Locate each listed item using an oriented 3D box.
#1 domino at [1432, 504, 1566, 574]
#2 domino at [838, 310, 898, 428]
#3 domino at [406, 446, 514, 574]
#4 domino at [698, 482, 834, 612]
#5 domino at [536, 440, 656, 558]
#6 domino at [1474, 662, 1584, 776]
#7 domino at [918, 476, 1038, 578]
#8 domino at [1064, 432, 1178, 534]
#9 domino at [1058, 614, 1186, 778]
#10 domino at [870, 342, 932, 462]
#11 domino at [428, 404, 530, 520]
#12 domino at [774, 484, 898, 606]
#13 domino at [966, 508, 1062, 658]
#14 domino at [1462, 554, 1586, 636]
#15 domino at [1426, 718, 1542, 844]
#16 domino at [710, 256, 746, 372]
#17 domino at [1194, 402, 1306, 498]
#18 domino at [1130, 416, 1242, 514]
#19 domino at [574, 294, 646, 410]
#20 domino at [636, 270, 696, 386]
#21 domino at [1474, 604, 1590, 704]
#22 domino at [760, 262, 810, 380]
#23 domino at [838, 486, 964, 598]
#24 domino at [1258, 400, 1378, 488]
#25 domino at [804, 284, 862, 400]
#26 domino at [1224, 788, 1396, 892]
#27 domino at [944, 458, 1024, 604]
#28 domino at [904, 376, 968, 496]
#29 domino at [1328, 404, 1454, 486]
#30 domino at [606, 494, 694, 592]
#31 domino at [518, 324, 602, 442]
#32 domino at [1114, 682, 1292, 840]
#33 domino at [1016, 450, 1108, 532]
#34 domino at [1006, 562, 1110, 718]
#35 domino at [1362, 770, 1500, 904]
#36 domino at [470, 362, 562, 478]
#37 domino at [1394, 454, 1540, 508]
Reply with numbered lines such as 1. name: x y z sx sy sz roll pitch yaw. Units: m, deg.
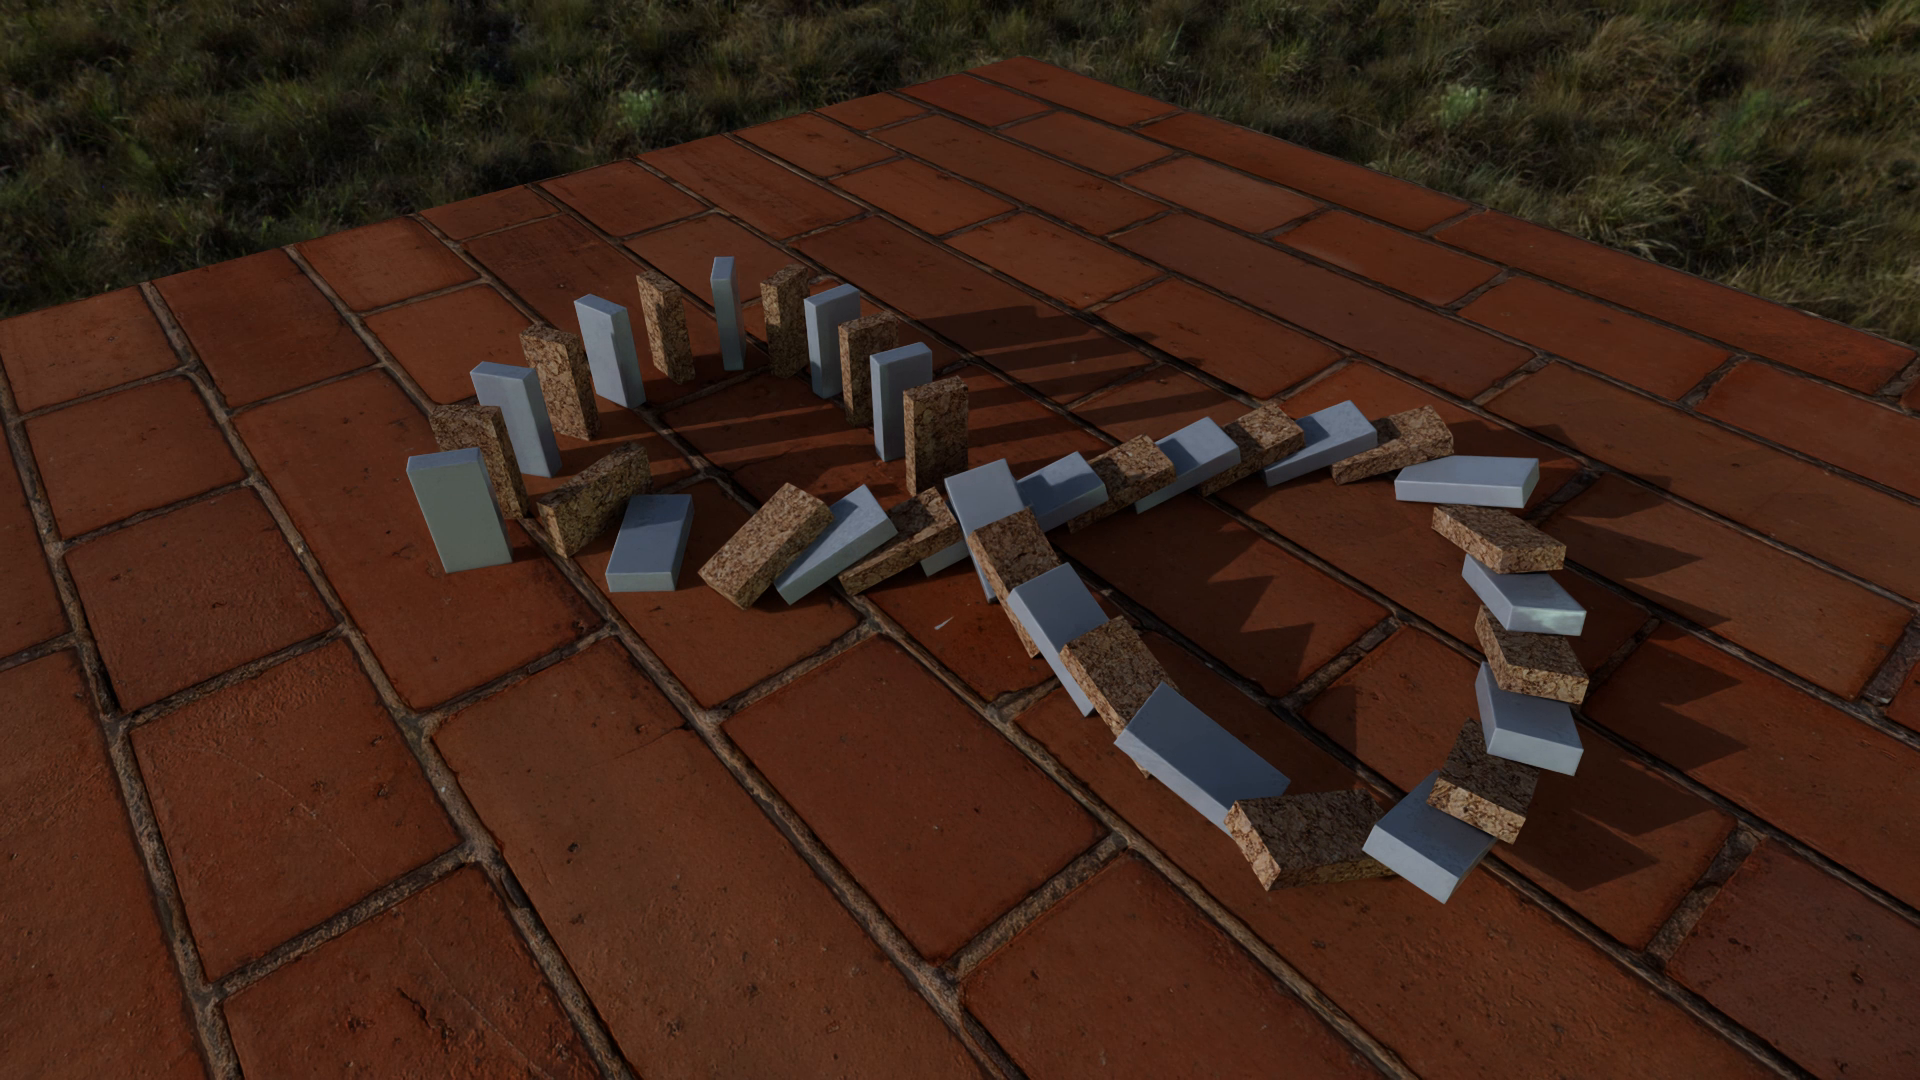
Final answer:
1. domino: 0.211 -0.001 0.433 0.025 0.010 0.050 -4 21 -5
2. domino: -0.041 -0.078 0.507 0.025 0.050 0.010 -21 44 -24
3. domino: -0.192 -0.011 0.425 0.025 0.050 0.010 -10 40 -12
4. domino: -0.075 0.002 0.425 0.025 0.009 0.050 27 67 41
5. domino: -0.148 -0.017 0.452 0.009 0.025 0.050 22 44 24
6. domino: 0.186 0.057 0.361 0.025 0.010 0.050 13 23 16
7. domino: 0.003 -0.007 0.441 0.050 0.010 0.025 -27 44 -5
8. domino: 0.062 -0.024 0.461 0.050 0.010 0.025 -27 43 -4
9. domino: 0.058 0.051 0.368 0.025 0.010 0.050 -24 65 -26
10. domino: -0.025 -0.060 0.485 0.025 0.050 0.010 -19 43 -22
11. domino: -0.196 -0.031 0.450 0.025 0.050 0.009 1 39 1
12. domino: -0.051 0.001 0.426 0.050 0.010 0.025 -34 44 -4
13. domino: 0.026 0.015 0.405 0.025 0.010 0.050 -23 77 -25
14. domino: 0.208 0.019 0.408 0.025 0.010 0.050 4 21 5
15. domino: 0.164 0.073 0.341 0.025 0.009 0.050 25 26 26
16. domino: -0.115 -0.113 0.549 0.009 0.050 0.025 -3 39 -4
17. domino: 0.122 -0.040 0.480 0.050 0.010 0.025 -26 43 -3
18. domino: 0.092 -0.032 0.471 0.050 0.009 0.025 -27 43 -4
19. domino: -0.165 -0.089 0.520 0.025 0.050 0.009 24 45 26
20. domino: -0.144 -0.104 0.538 0.009 0.050 0.025 -29 47 -31
21. domino: 0.198 0.039 0.384 0.025 0.010 0.050 10 22 12
22. domino: -0.084 -0.108 0.543 0.010 0.050 0.025 20 43 22
23. domino: -0.026 0.000 0.432 0.050 0.010 0.025 -27 44 -5
24. domino: 0.154 -0.043 0.484 0.050 0.009 0.025 -21 40 3
25. domino: -0.060 -0.095 0.527 0.025 0.050 0.009 -29 47 -30
26. domino: 0.106 0.088 0.325 0.050 0.010 0.025 1 36 -24
27. domino: 0.014 -0.004 0.423 0.025 0.010 0.050 -19 77 -5
28. domino: -0.010 -0.042 0.463 0.025 0.050 0.010 -18 43 -21
29. domino: 0.186 -0.042 0.483 0.050 0.010 0.025 -16 38 9
30. domino: -0.124 0.001 0.443 0.025 0.010 0.050 -1 39 -1
31. domino: -0.180 -0.071 0.498 0.025 0.050 0.010 15 42 18
32. domino: 0.076 0.070 0.346 0.050 0.010 0.025 38 50 13
33. domino: 0.033 -0.016 0.451 0.050 0.009 0.025 -27 44 -5
34. domino: 0.041 0.034 0.387 0.025 0.009 0.050 -24 68 -26
35. domino: 0.142 0.086 0.325 0.025 0.010 0.050 32 29 33
36. domino: -0.191 -0.051 0.474 0.025 0.050 0.009 9 40 11
37. domino: 0.212 -0.025 0.461 0.050 0.010 0.025 7 35 40
